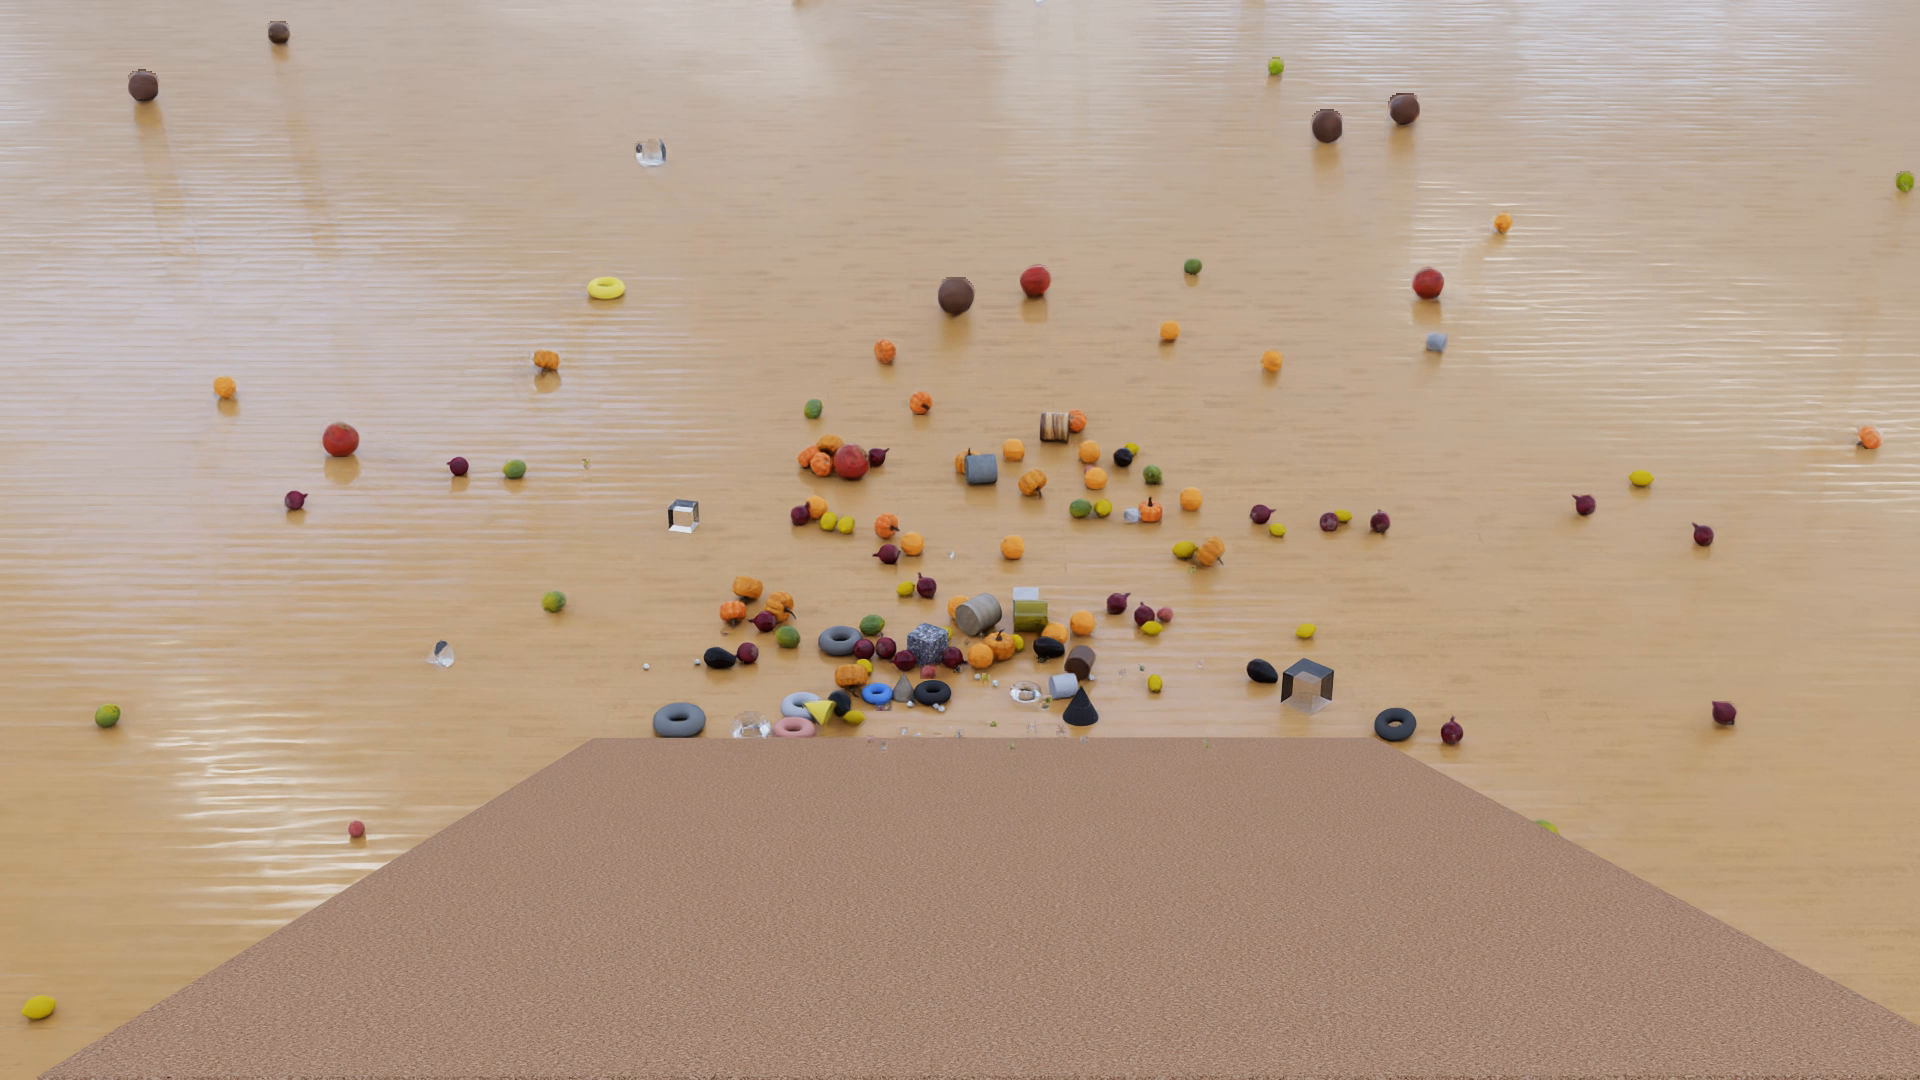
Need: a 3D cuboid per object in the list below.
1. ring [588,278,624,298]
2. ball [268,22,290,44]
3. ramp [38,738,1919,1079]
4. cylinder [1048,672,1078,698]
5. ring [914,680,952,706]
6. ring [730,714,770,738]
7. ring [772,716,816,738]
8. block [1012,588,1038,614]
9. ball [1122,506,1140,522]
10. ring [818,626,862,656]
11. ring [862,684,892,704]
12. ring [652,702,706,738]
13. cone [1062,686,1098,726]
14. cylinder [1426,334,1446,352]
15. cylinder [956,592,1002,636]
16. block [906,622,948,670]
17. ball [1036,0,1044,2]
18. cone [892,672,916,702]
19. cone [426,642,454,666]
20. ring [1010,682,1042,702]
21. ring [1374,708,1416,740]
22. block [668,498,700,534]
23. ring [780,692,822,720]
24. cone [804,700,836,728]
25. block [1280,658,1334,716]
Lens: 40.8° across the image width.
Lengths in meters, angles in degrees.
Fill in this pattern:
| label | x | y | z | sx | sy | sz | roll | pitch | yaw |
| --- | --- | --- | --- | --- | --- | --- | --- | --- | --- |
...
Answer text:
| label | x | y | z | sx | sy | sz | roll | pitch | yaw |
| --- | --- | --- | --- | --- | --- | --- | --- | --- | --- |
| ring | -1.284 | -0.914 | 9.376 | 0.137 | 0.046 | 0.137 | 1 | 28 | -1 |
| ball | -3.154 | -2.345 | 11.959 | 0.100 | 0.100 | 0.100 | 0 | 28 | 0 |
| ramp | 0.064 | 0.574 | 4.618 | 2.000 | 0.100 | 4.000 | 0 | 1 | 0 |
| cylinder | 0.278 | 0.391 | 6.948 | 0.063 | 0.063 | 0.063 | -10 | 30 | -14 |
| ring | -0.074 | 0.410 | 6.944 | 0.101 | 0.034 | 0.101 | 0 | 28 | 0 |
| ring | -0.551 | 0.493 | 6.789 | 0.106 | 0.035 | 0.106 | -1 | 30 | 1 |
| ring | -0.435 | 0.501 | 6.771 | 0.116 | 0.039 | 0.116 | 0 | 27 | 0 |
| block | 0.186 | 0.183 | 7.325 | 0.071 | 0.071 | 0.071 | 1 | 28 | 2 |
| ball | 0.518 | -0.077 | 7.825 | 0.051 | 0.051 | 0.051 | 0 | 28 | 0 |
| ring | -0.332 | 0.280 | 7.177 | 0.126 | 0.042 | 0.126 | -1 | 29 | 0 |
| ring | -0.222 | 0.413 | 6.945 | 0.084 | 0.028 | 0.084 | -1 | 29 | 0 |
| ring | -0.740 | 0.476 | 6.810 | 0.140 | 0.047 | 0.140 | -1 | 29 | 0 |
| cone | 0.320 | 0.426 | 6.848 | 0.097 | 0.097 | 0.097 | 0 | 28 | 0 |
| cylinder | 1.647 | -0.682 | 8.935 | 0.057 | 0.057 | 0.057 | 13 | 31 | 22 |
| cylinder | 0.052 | 0.208 | 7.254 | 0.093 | 0.093 | 0.093 | 25 | 37 | 38 |
| block | -0.088 | 0.291 | 7.112 | 0.083 | 0.083 | 0.083 | 17 | 33 | 28 |
| ball | 0.390 | -2.637 | 12.542 | 0.058 | 0.058 | 0.058 | 0 | 28 | 0 |
| cone | -0.152 | 0.387 | 6.945 | 0.074 | 0.074 | 0.074 | 0 | 28 | 0 |
| cone | -1.445 | 0.321 | 7.109 | 0.072 | 0.072 | 0.072 | -16 | 19 | 30 |
| ring | 0.177 | 0.408 | 6.953 | 0.087 | 0.029 | 0.087 | 1 | 27 | 0 |
| ring | 1.143 | 0.484 | 6.789 | 0.110 | 0.037 | 0.110 | -9 | 38 | 7 |
| block | -0.834 | -0.073 | 7.796 | 0.071 | 0.071 | 0.071 | 7 | 29 | 13 |
| ring | -0.419 | 0.444 | 6.876 | 0.117 | 0.039 | 0.117 | 1 | 28 | -1 |
| cone | -0.380 | 0.446 | 6.818 | 0.077 | 0.077 | 0.077 | 22 | 33 | 12 |
| block | 0.929 | 0.392 | 6.910 | 0.098 | 0.098 | 0.098 | 23 | 36 | 35 |
